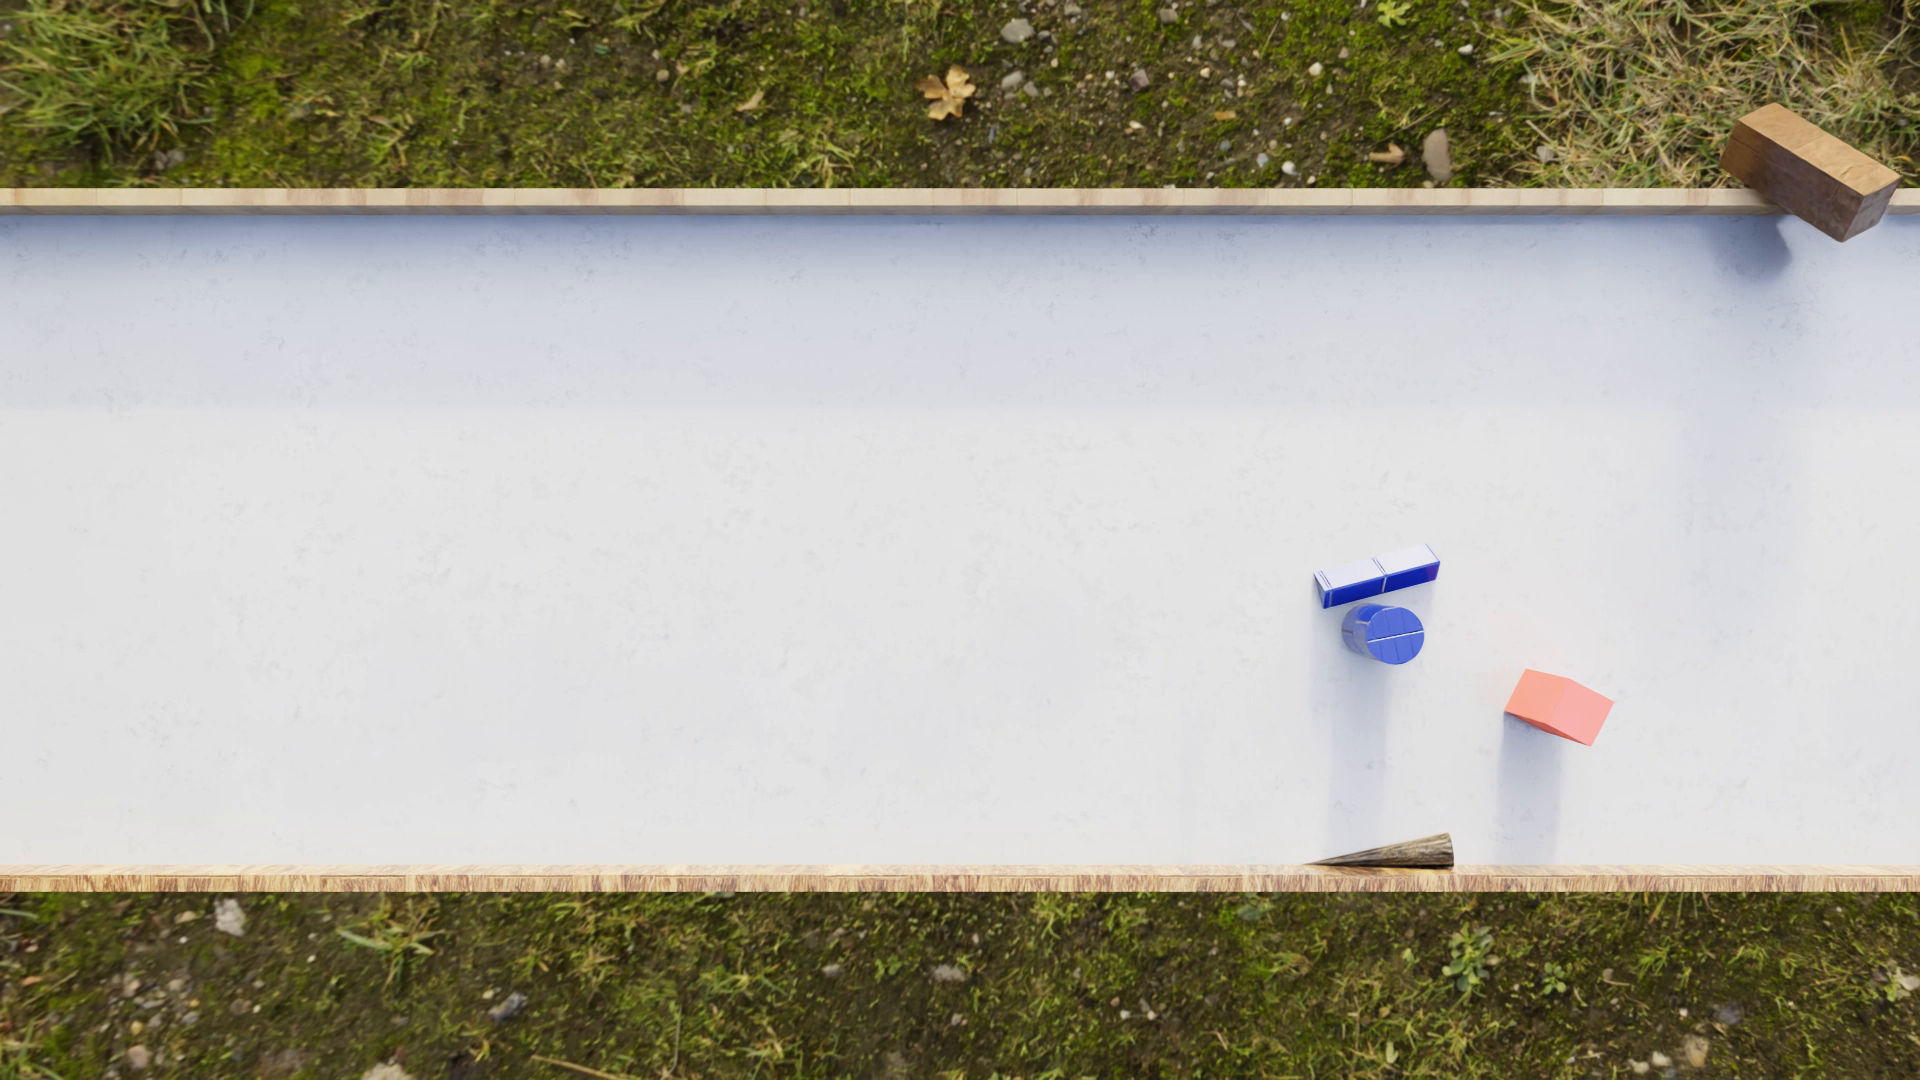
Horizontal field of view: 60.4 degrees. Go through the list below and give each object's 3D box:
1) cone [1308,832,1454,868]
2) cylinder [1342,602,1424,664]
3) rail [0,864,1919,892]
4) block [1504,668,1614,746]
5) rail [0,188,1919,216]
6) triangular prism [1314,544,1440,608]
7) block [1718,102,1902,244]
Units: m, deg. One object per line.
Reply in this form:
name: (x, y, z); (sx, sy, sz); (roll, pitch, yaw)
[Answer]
cone: (1.268, 0.972, 5.051); (0.459, 0.103, 0.103); (-7, 90, 6)
cylinder: (1.258, 0.277, 4.922); (0.169, 0.310, 0.169); (0, 90, 0)
rail: (-2.247, 1.025, 5.001); (12.000, 0.150, 0.050); (0, 90, 0)
block: (1.772, 0.493, 4.893); (0.146, 0.366, 0.146); (27, 90, 0)
rail: (-2.247, -1.025, 5.002); (12.000, 0.150, 0.050); (0, 90, 0)
triangular prism: (1.276, 0.111, 5.024); (0.359, 0.099, 0.114); (-15, 90, 0)
block: (2.489, -1.083, 4.844); (0.167, 0.167, 0.443); (-26, 53, -21)
